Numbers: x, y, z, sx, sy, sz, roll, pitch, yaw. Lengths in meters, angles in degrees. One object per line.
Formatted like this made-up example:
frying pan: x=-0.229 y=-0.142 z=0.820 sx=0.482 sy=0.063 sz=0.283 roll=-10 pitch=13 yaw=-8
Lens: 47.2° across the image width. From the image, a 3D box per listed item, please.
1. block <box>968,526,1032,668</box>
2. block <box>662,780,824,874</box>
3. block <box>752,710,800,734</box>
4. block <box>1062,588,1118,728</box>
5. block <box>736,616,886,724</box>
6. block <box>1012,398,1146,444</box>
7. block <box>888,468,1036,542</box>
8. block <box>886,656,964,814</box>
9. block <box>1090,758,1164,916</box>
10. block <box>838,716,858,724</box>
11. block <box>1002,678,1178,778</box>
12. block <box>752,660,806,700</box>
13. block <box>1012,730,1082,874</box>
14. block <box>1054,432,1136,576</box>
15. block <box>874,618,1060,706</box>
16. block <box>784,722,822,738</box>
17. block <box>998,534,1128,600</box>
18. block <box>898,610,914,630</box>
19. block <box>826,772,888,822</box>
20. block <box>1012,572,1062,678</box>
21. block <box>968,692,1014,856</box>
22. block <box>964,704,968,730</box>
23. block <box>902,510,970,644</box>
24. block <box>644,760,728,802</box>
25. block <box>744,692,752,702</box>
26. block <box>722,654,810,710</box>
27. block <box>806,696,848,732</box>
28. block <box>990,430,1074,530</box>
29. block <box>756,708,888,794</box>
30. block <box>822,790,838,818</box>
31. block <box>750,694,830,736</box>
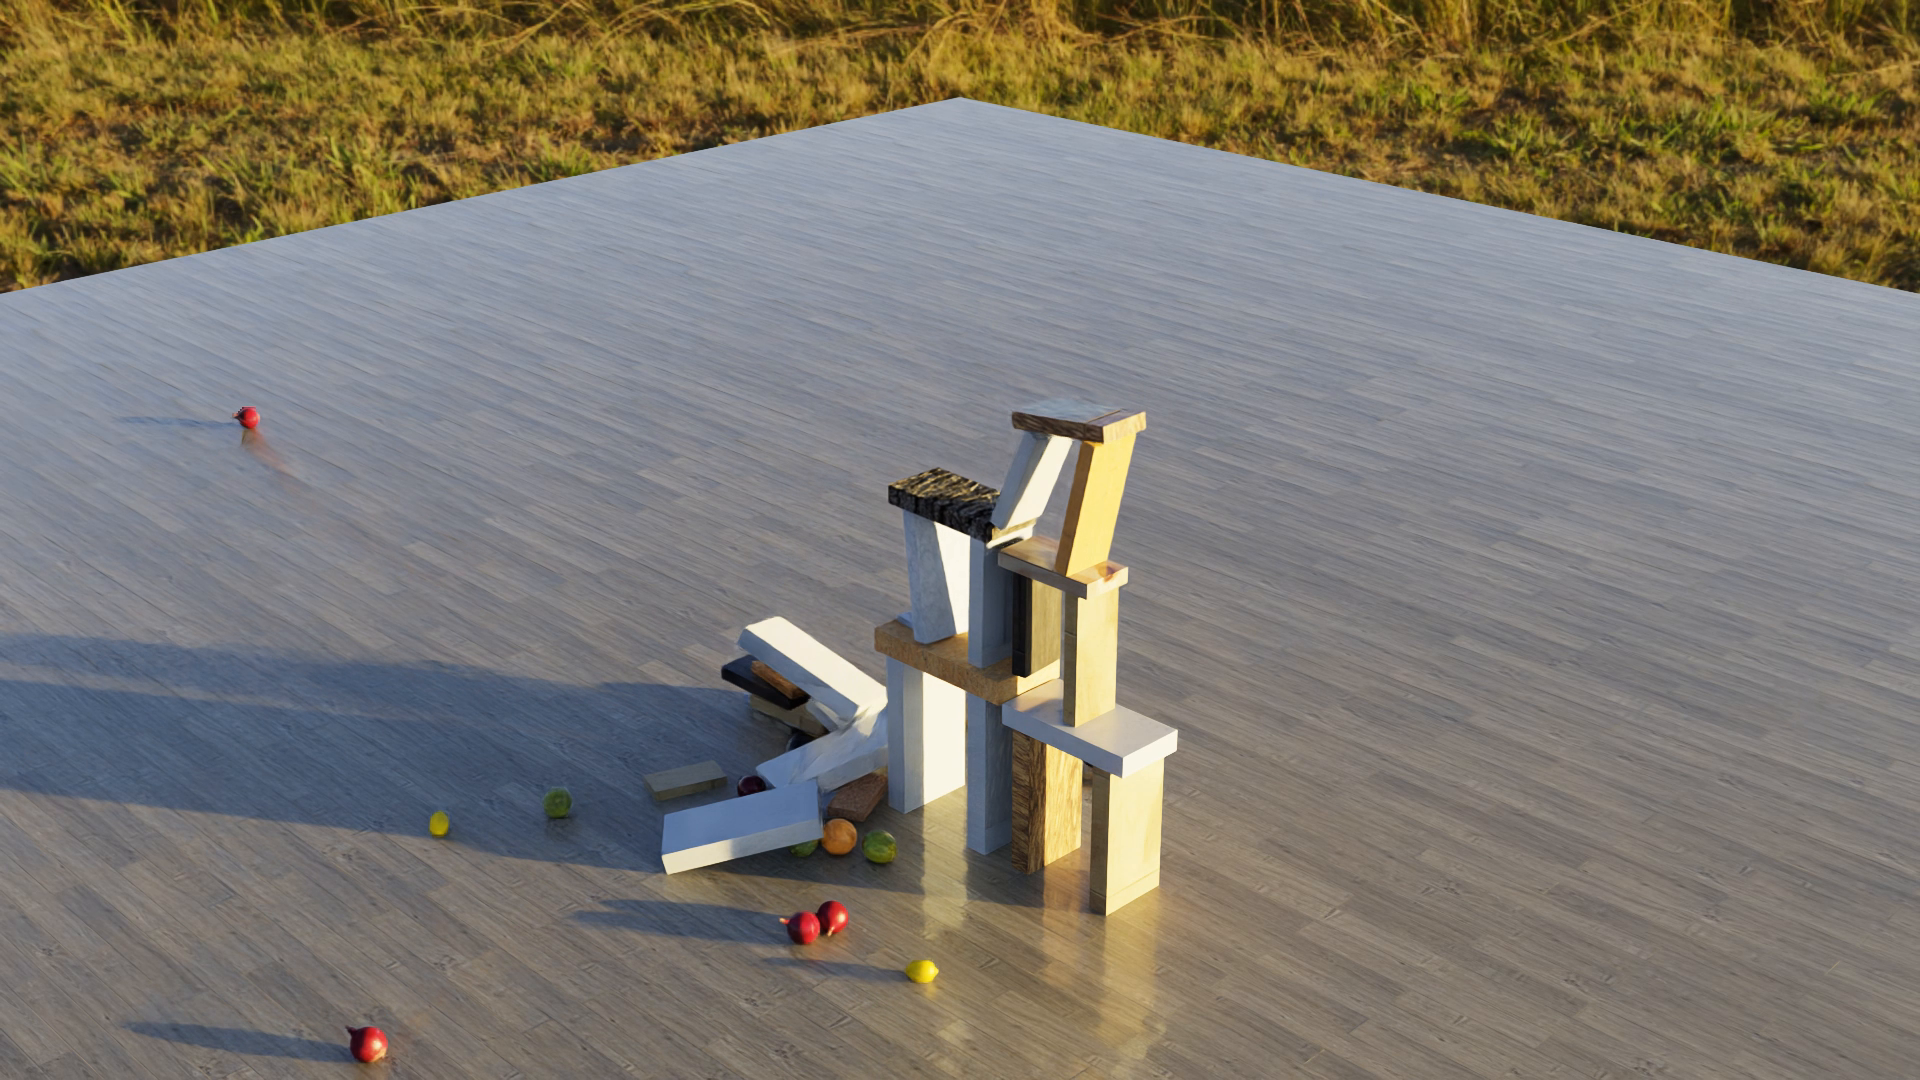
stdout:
block: x=0.076 y=0.100 z=4.186 sx=0.038 sy=0.266 sz=0.133 roll=22 pitch=32 yaw=40
block: x=-0.424 y=0.559 z=4.300 sx=0.310 sy=0.044 sz=0.155 roll=-13 pitch=23 yaw=1
block: x=-0.391 y=0.390 z=4.820 sx=0.121 sy=0.017 sz=0.060 roll=19 pitch=30 yaw=38
block: x=0.241 y=0.205 z=4.055 sx=0.031 sy=0.265 sz=0.110 roll=21 pitch=31 yaw=41
block: x=-0.312 y=0.275 z=4.712 sx=0.311 sy=0.044 sz=0.155 roll=33 pitch=19 yaw=17
block: x=0.210 y=-0.213 z=3.905 sx=0.110 sy=0.031 sz=0.220 roll=-21 pitch=24 yaw=-41
block: x=0.003 y=-0.069 z=4.192 sx=0.133 sy=0.038 sz=0.266 roll=-21 pitch=32 yaw=-40
block: x=-0.068 y=0.368 z=4.456 sx=0.171 sy=0.341 sz=0.048 roll=-21 pitch=31 yaw=-40
block: x=0.311 y=0.536 z=4.111 sx=0.043 sy=0.302 sz=0.151 roll=21 pitch=31 yaw=41
block: x=-0.144 y=0.419 z=4.654 sx=0.246 sy=0.013 sz=0.046 roll=28 pitch=35 yaw=15
block: x=0.240 y=0.349 z=4.109 sx=0.302 sy=0.043 sz=0.151 roll=21 pitch=31 yaw=41
block: x=-0.378 y=0.296 z=4.789 sx=0.078 sy=0.022 sz=0.156 roll=-17 pitch=32 yaw=-35
block: x=0.169 y=0.480 z=4.242 sx=0.043 sy=0.302 sz=0.151 roll=21 pitch=31 yaw=41
block: x=0.241 y=-0.069 z=3.935 sx=0.110 sy=0.271 sz=0.031 roll=-21 pitch=44 yaw=-41
block: x=0.011 y=0.220 z=4.308 sx=0.341 sy=0.048 sz=0.171 roll=21 pitch=31 yaw=41
block: x=-0.314 y=0.397 z=4.765 sx=0.121 sy=0.017 sz=0.060 roll=18 pitch=29 yaw=29
block: x=0.189 y=0.049 z=4.045 sx=0.220 sy=0.031 sz=0.110 roll=21 pitch=31 yaw=40
block: x=-0.079 y=0.164 z=4.361 sx=0.046 sy=0.013 sz=0.092 roll=-16 pitch=28 yaw=-33
block: x=-0.205 y=0.518 z=4.457 sx=0.078 sy=0.022 sz=0.156 roll=7 pitch=24 yaw=17
block: x=0.145 y=0.139 z=4.153 sx=0.031 sy=0.221 sz=0.110 roll=18 pitch=29 yaw=36
block: x=0.092 y=0.430 z=4.310 sx=0.048 sy=0.341 sz=0.171 roll=21 pitch=31 yaw=41
block: x=0.000 y=0.385 z=4.827 sx=0.232 sy=0.021 sz=0.076 roll=8 pitch=24 yaw=18
block: x=-0.036 y=0.057 z=4.286 sx=0.133 sy=0.266 sz=0.038 roll=-16 pitch=20 yaw=-34
block: x=-0.569 y=0.499 z=4.557 sx=0.156 sy=0.022 sz=0.078 roll=-11 pitch=25 yaw=-23
block: x=-0.416 y=0.355 z=4.858 sx=0.060 sy=0.017 sz=0.121 roll=-22 pitch=29 yaw=-40
block: x=-0.413 y=0.308 z=4.819 sx=0.206 sy=0.029 sz=0.103 roll=21 pitch=31 yaw=34
block: x=-0.223 y=0.395 z=4.694 sx=0.206 sy=0.029 sz=0.103 roll=40 pitch=38 yaw=25
block: x=0.135 y=-0.122 z=4.027 sx=0.110 sy=0.220 sz=0.031 roll=-21 pitch=55 yaw=-40
block: x=-0.249 y=0.448 z=4.532 sx=0.310 sy=0.044 sz=0.155 roll=-23 pitch=22 yaw=-17
block: x=-0.264 y=0.536 z=4.470 sx=0.151 sy=0.021 sz=0.076 roll=2 pitch=23 yaw=4
block: x=-0.346 y=0.362 z=4.780 sx=0.206 sy=0.029 sz=0.103 roll=19 pitch=30 yaw=30
